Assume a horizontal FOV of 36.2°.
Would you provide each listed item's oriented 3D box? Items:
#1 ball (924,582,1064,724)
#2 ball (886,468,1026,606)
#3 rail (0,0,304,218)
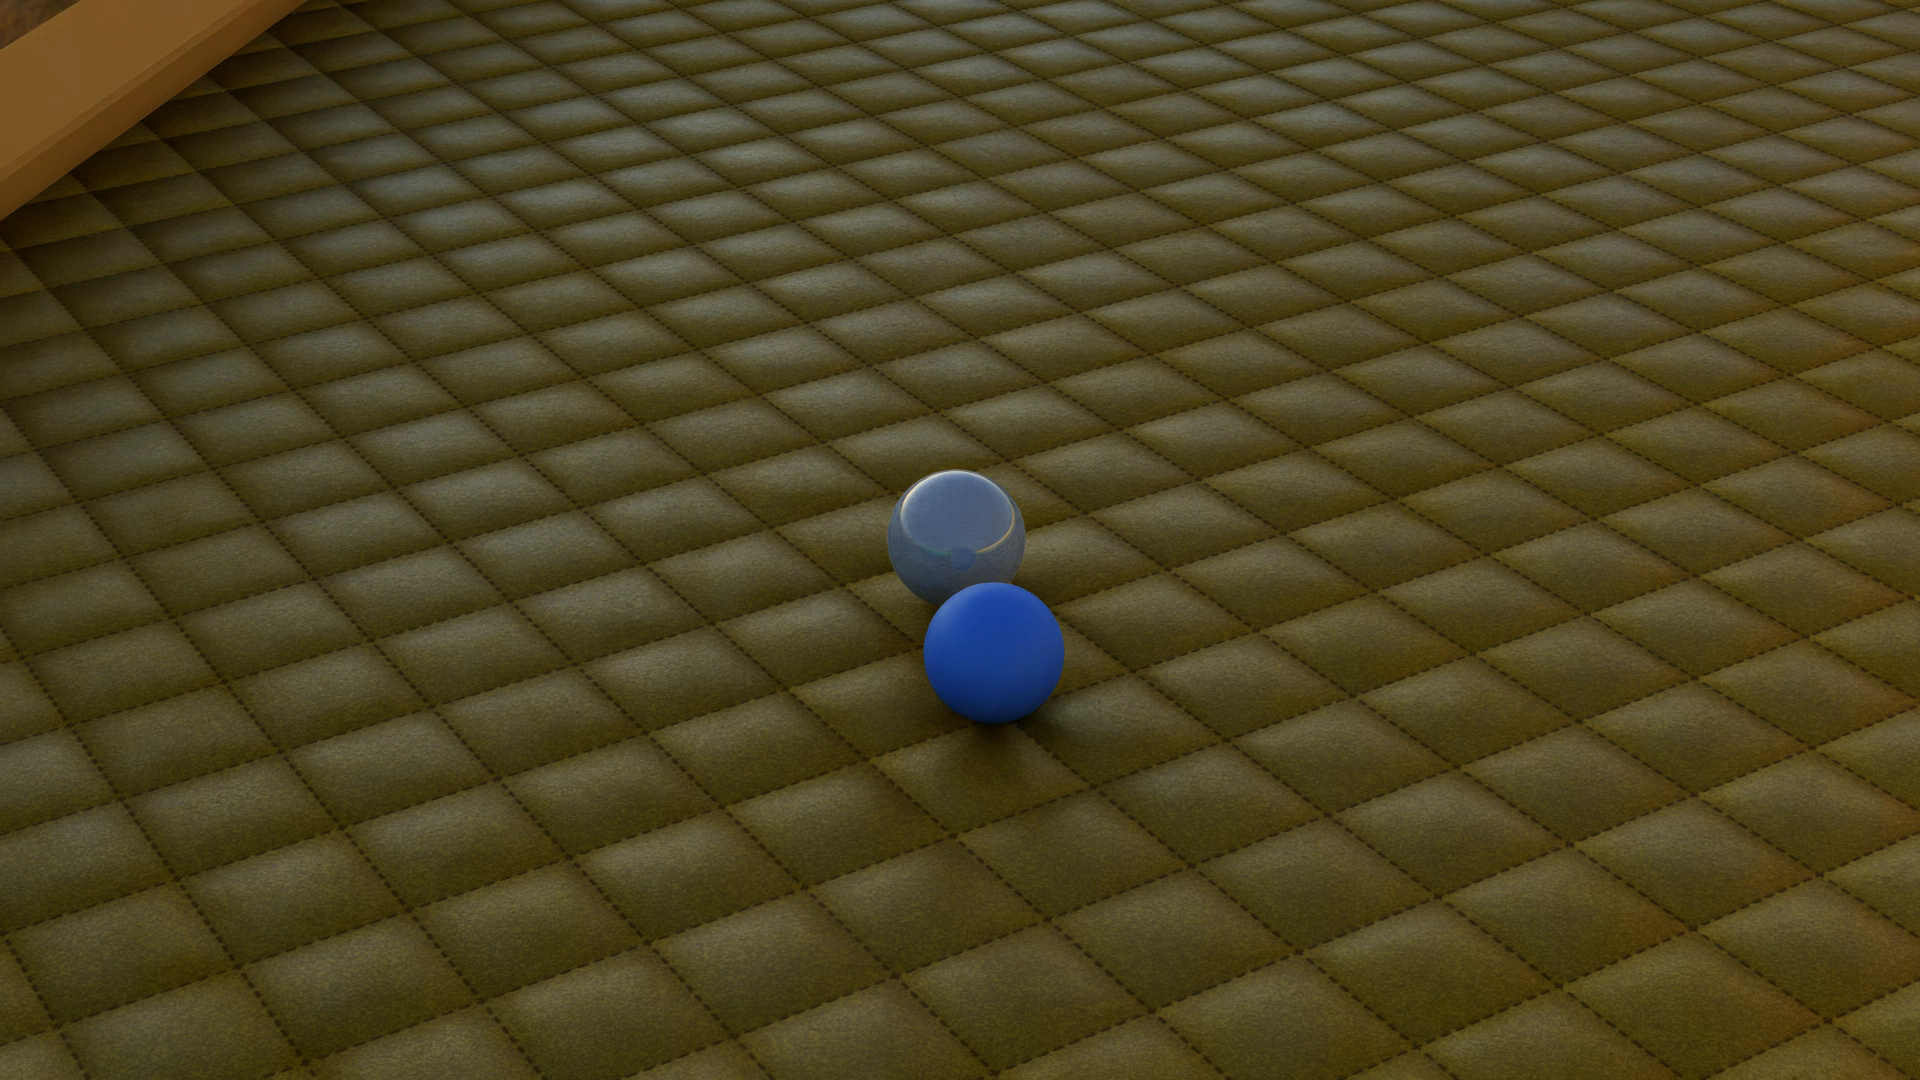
[{"bbox_3d":[0.019,0.062,1.617,0.078,0.078,0.078,0,28,0],"label":"ball"},{"bbox_3d":[-0.002,-0.001,1.731,0.082,0.082,0.082,0,28,0],"label":"ball"},{"bbox_3d":[-0.633,-0.495,2.623,0.045,0.124,3.418,6,28,11],"label":"rail"}]
